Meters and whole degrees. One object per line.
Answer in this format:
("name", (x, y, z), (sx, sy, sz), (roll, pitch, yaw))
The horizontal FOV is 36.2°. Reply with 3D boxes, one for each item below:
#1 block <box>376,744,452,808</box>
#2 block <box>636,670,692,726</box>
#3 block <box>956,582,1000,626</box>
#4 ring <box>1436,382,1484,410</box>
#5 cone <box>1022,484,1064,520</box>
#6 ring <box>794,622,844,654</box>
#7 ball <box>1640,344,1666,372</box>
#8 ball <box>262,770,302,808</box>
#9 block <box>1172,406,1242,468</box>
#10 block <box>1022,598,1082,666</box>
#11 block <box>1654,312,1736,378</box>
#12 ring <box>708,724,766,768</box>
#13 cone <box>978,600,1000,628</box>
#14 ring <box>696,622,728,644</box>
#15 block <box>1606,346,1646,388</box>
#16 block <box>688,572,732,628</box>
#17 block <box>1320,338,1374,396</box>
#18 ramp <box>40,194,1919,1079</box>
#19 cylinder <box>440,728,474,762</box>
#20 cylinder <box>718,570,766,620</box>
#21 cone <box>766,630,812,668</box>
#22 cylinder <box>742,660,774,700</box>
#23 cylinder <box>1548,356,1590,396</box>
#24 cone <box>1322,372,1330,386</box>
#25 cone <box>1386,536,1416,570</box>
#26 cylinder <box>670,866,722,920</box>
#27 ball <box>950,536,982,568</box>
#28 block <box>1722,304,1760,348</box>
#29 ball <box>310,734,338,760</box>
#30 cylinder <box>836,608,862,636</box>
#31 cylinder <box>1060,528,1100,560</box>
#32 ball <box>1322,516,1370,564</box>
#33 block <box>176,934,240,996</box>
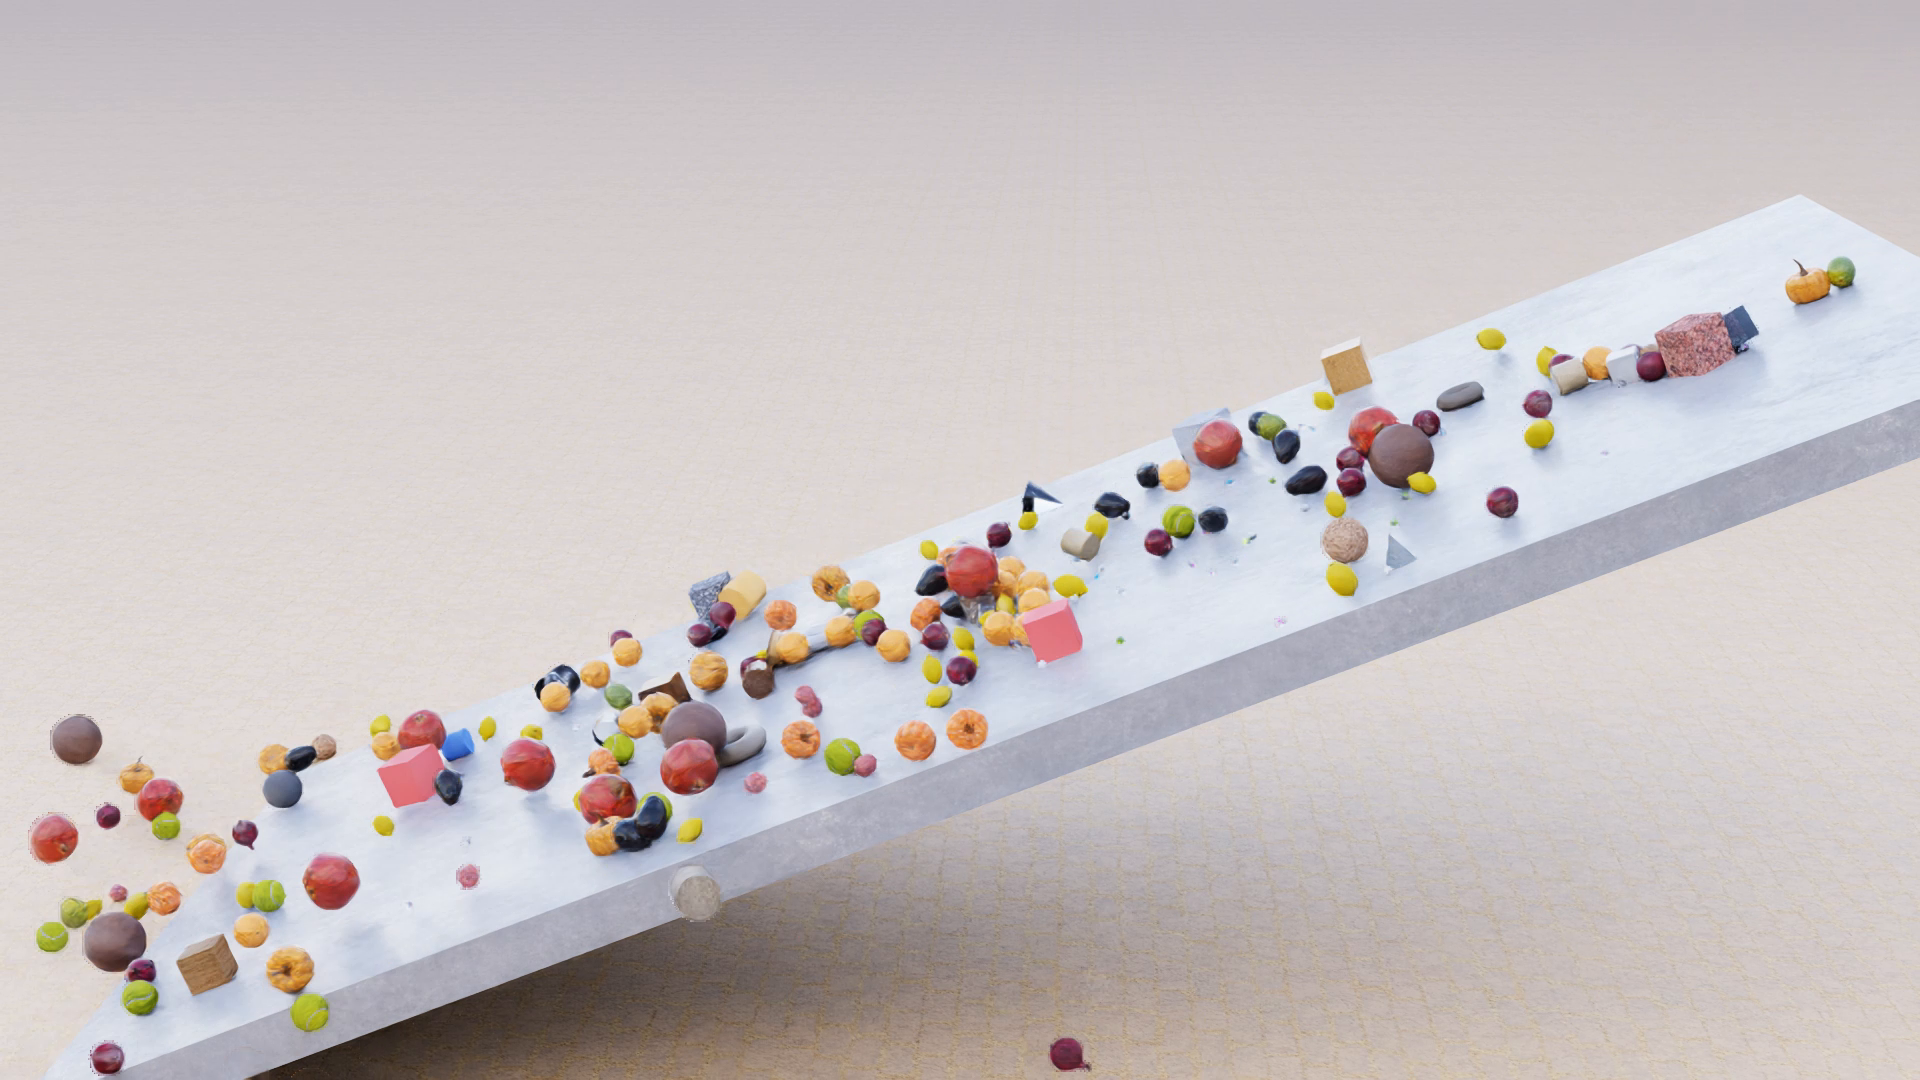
("block", (-1.243, 0.536, 6.699), (0.100, 0.100, 0.100), (-15, 14, 33))
("block", (-0.651, 0.348, 6.491), (0.081, 0.081, 0.081), (-20, 12, 14))
("block", (0.038, 0.134, 6.222), (0.063, 0.063, 0.063), (-24, 12, -7))
("ring", (1.078, -0.309, 6.342), (0.106, 0.035, 0.106), (-22, 11, 4))
("cone", (0.204, -0.088, 6.941), (0.094, 0.094, 0.094), (-2, 12, 22))
("ring", (-0.313, 0.219, 6.549), (0.116, 0.039, 0.116), (-18, 14, 4))
("ball", (1.404, -0.368, 5.951), (0.059, 0.059, 0.059), (0, 14, 0))
("ball", (-1.644, 0.604, 7.140), (0.094, 0.094, 0.094), (0, 14, 0))
("block", (0.570, -0.237, 6.788), (0.099, 0.099, 0.099), (-10, 18, 47))
("block", (0.180, 0.178, 5.716), (0.088, 0.088, 0.088), (-21, 12, 9))
("block", (1.461, -0.388, 5.845), (0.096, 0.096, 0.096), (-28, 13, -25))
("ring", (-0.449, 0.414, 5.925), (0.130, 0.043, 0.130), (-23, 15, 7))
("cone", (0.051, 0.149, 6.156), (0.054, 0.054, 0.054), (-22, 12, 5))
("ring", (-0.596, 0.223, 7.062), (0.087, 0.029, 0.087), (-23, 16, 7))
("block", (1.352, -0.352, 5.974), (0.059, 0.059, 0.059), (-17, 13, 23))
("block", (-0.601, 0.147, 7.242), (0.096, 0.096, 0.096), (-21, 12, 6))
("block", (0.912, -0.409, 6.927), (0.095, 0.095, 0.095), (-20, 12, 14))
("ramp", (0.124, 0.173, 6.290), (4.000, 0.100, 2.000), (-21, 12, 7))
("cylinder", (-1.183, 0.482, 6.919), (0.060, 0.060, 0.060), (-21, 11, 9))
("cylinder", (-0.529, 0.133, 7.157), (0.087, 0.087, 0.087), (6, 38, 23))
("cone", (-0.371, 0.250, 6.510), (0.093, 0.093, 0.093), (8, 15, 11))
("cylinder", (-0.433, 0.301, 6.334), (0.067, 0.067, 0.067), (0, 12, -2))
("cylinder", (1.258, -0.338, 6.075), (0.063, 0.063, 0.063), (-22, 13, 4))
("cone", (0.888, -0.413, 7.068), (0.063, 0.063, 0.063), (-22, 12, 5))
("cone", (0.796, 0.016, 5.379), (0.059, 0.059, 0.059), (-22, 12, 5))
("cylinder", (-0.475, 0.634, 5.293), (0.081, 0.081, 0.081), (-3, 7, -13))
("ball", (0.012, 0.026, 6.717), (0.072, 0.072, 0.072), (0, 14, 0))
("block", (1.536, -0.417, 5.866), (0.067, 0.067, 0.067), (-28, -3, -25))
("ball", (-1.711, 0.557, 7.912), (0.069, 0.069, 0.069), (0, 14, 0))
("cylinder", (-0.245, 0.182, 6.528), (0.053, 0.053, 0.053), (1, 11, 4))
("cylinder", (0.259, 0.008, 6.330), (0.060, 0.060, 0.060), (17, 22, 37))
("ball", (0.723, 0.000, 5.511), (0.087, 0.087, 0.087), (0, 14, 0))
("block", (-1.499, 0.846, 5.862), (0.080, 0.080, 0.080), (-21, 12, 6))
